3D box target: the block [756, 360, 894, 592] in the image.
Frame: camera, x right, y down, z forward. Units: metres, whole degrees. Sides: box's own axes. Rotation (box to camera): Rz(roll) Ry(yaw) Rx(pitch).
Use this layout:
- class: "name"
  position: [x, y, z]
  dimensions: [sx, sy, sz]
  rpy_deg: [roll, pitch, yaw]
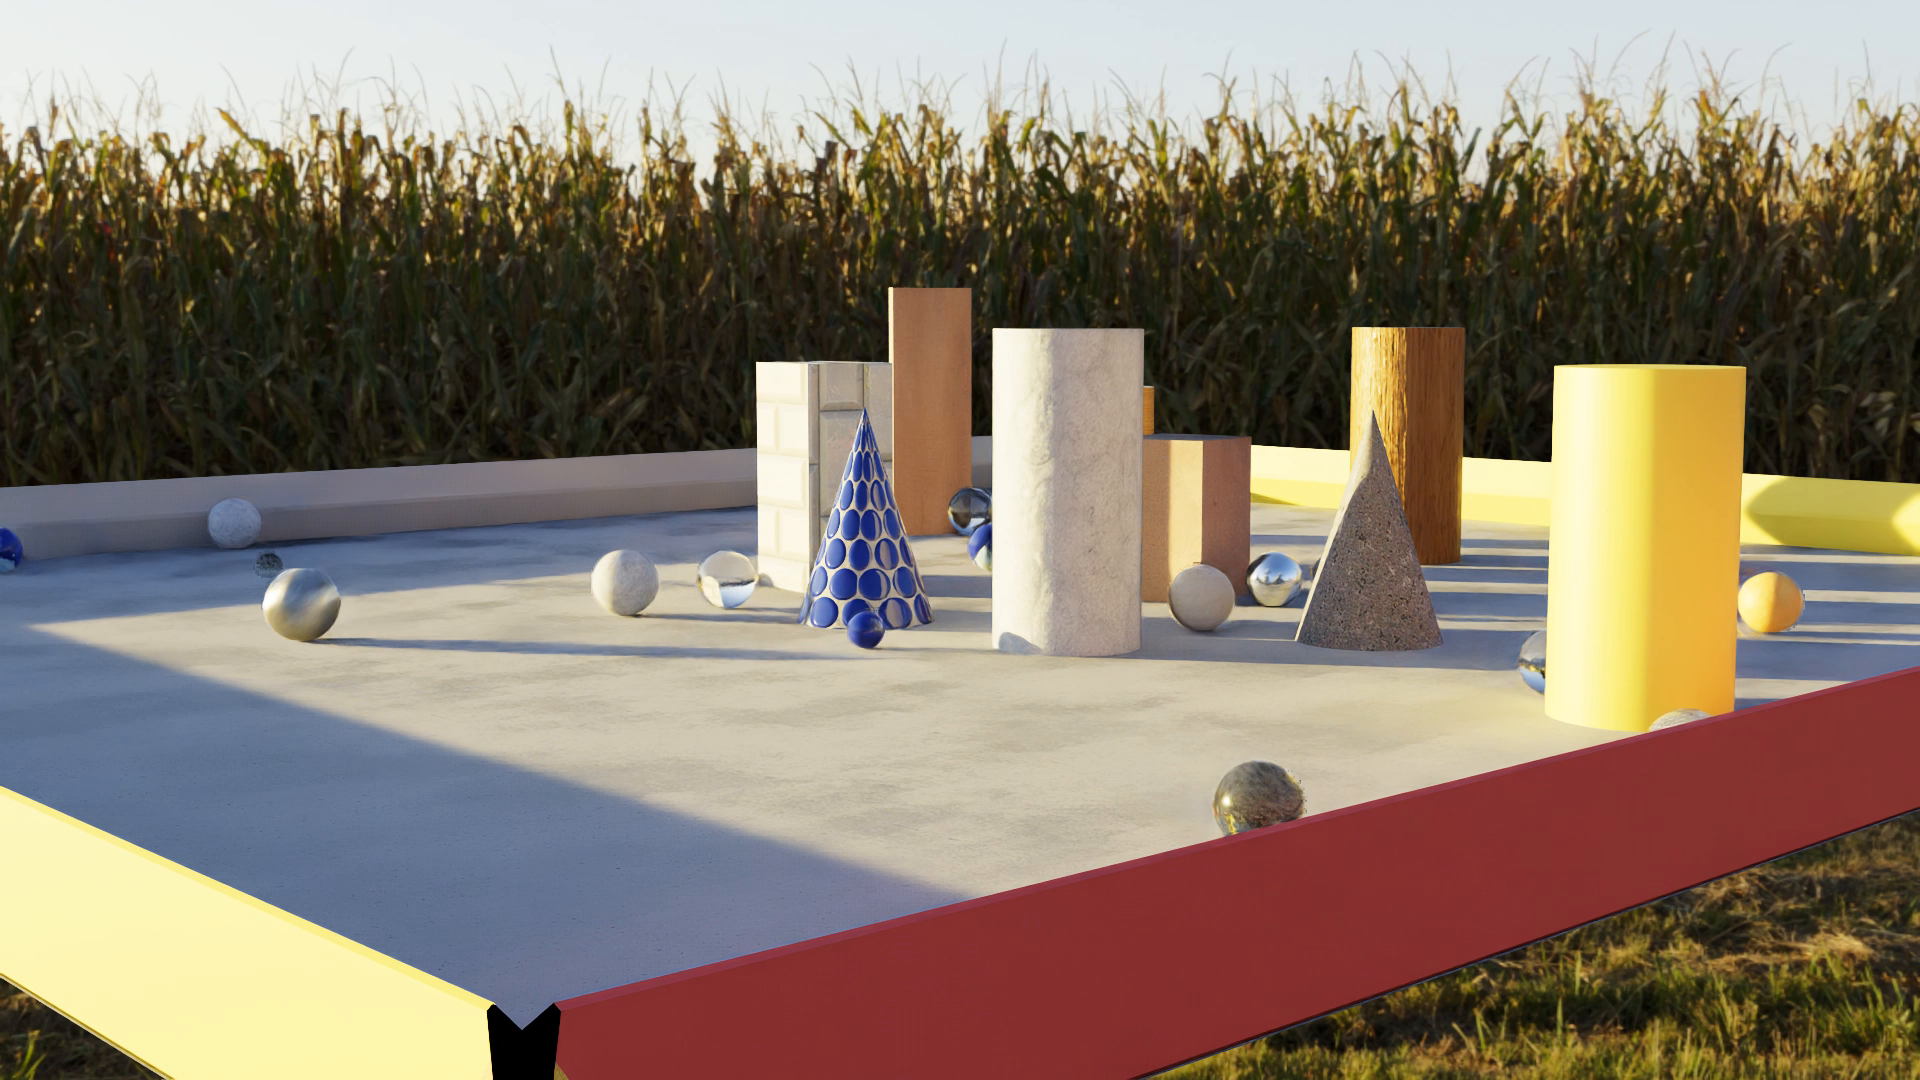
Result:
- class: "block"
  position: [-0.219, -0.107, 3.567]
  dimensions: [0.159, 0.362, 0.159]
  rpy_deg: [-4, 7, -35]

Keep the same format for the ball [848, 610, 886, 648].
- class: "ball"
  position: [-0.124, 0.119, 2.910]
  dimensions: [0.050, 0.050, 0.050]
  rpy_deg: [0, 6, 0]

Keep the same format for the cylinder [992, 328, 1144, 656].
- class: "cylinder"
  position: [0.143, -0.069, 2.917]
  dimensions: [0.199, 0.421, 0.199]
  rpy_deg: [0, 6, 0]

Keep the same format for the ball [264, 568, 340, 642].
- class: "ball"
  position: [-0.890, 0.087, 2.973]
  dimensions: [0.100, 0.100, 0.100]
  rpy_deg: [0, 6, 0]

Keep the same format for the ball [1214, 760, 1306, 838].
- class: "ball"
  position: [0.247, 0.220, 1.815]
  dimensions: [0.075, 0.075, 0.075]
  rpy_deg: [0, 6, 0]

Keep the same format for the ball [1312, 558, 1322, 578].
- class: "ball"
  position: [0.588, 0.053, 3.477]
  dimensions: [0.062, 0.062, 0.062]
  rpy_deg: [0, 6, 0]

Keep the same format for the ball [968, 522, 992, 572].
- class: "ball"
  position: [0.057, 0.012, 3.770]
  dimensions: [0.083, 0.083, 0.083]
  rpy_deg: [0, 6, 0]

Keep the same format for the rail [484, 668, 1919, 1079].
- class: "rail"
  position: [1.066, 0.153, 2.183]
  dimensions: [3.488, 0.129, 0.045]
  rpy_deg: [-5, 8, -42]

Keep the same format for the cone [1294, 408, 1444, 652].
- class: "cone"
  position: [0.554, -0.022, 2.969]
  dimensions: [0.199, 0.316, 0.199]
  rpy_deg: [0, 6, 0]

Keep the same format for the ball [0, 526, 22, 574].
- class: "ball"
  position: [-1.634, 0.017, 3.731]
  dimensions: [0.081, 0.081, 0.081]
  rpy_deg: [0, 6, 0]

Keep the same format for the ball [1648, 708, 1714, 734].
- class: "ball"
  position: [0.681, 0.195, 2.058]
  dimensions: [0.075, 0.075, 0.075]
  rpy_deg: [0, 6, 0]

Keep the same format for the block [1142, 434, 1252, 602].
- class: "block"
  position: [0.345, -0.036, 3.431]
  dimensions: [0.159, 0.249, 0.159]
  rpy_deg: [4, 7, 35]

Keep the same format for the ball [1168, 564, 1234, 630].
- class: "ball"
  position: [0.337, 0.081, 3.069]
  dimensions: [0.092, 0.092, 0.092]
  rpy_deg: [0, 6, 0]

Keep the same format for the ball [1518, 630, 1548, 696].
- class: "ball"
  position: [0.687, 0.142, 2.549]
  dimensions: [0.078, 0.078, 0.078]
  rpy_deg: [0, 6, 0]

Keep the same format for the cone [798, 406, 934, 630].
- class: "cone"
  position: [-0.136, -0.038, 3.165]
  dimensions: [0.199, 0.309, 0.199]
  rpy_deg: [0, 6, 0]

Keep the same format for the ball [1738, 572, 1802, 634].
- class: "ball"
  position: [1.122, 0.087, 3.047]
  dimensions: [0.084, 0.084, 0.084]
  rpy_deg: [0, 6, 0]

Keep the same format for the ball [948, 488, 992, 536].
- class: "ball"
  position: [0.023, -0.056, 4.366]
  dimensions: [0.096, 0.096, 0.096]
  rpy_deg: [0, 6, 0]

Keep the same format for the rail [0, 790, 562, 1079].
- class: "rail"
  position: [-1.264, 0.154, 2.172]
  dimensions: [0.045, 0.129, 3.190]
  rpy_deg: [-5, 8, -42]

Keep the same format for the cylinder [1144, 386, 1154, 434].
- class: "cylinder"
  position: [0.238, -0.110, 3.830]
  dimensions: [0.199, 0.314, 0.199]
  rpy_deg: [0, 6, 0]

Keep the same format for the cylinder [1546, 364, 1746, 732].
- class: "cylinder"
  position: [0.749, 0.003, 2.408]
  dimensions: [0.199, 0.384, 0.199]
  rpy_deg: [0, 6, 0]

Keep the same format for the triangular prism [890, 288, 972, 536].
- class: "triangular prism"
  position: [-0.084, -0.262, 4.443]
  dimensions: [0.172, 0.490, 0.149]
  rpy_deg: [-2, 6, -21]

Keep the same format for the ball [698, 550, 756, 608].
- class: "ball"
  position: [-0.350, 0.059, 3.296]
  dimensions: [0.088, 0.088, 0.088]
  rpy_deg: [0, 6, 0]

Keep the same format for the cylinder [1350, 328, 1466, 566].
- class: "cylinder"
  position: [0.800, -0.172, 3.940]
  dimensions: [0.199, 0.415, 0.199]
  rpy_deg: [0, 6, 0]

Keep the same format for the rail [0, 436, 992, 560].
- class: "rail"
  position: [-1.066, -0.086, 4.481]
  dimensions: [3.488, 0.129, 0.045]
  rpy_deg: [-5, 8, -42]

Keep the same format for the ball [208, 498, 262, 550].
- class: "ball"
  position: [-1.359, -0.031, 4.121]
  dimensions: [0.096, 0.096, 0.096]
  rpy_deg: [0, 6, 0]

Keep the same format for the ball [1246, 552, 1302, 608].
- class: "ball"
  position: [0.474, 0.059, 3.314]
  dimensions: [0.085, 0.085, 0.085]
  rpy_deg: [0, 6, 0]

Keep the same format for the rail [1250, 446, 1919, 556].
- class: "rail"
  position: [1.264, -0.087, 4.492]
  dimensions: [0.045, 0.129, 3.190]
  rpy_deg: [-5, 8, -42]

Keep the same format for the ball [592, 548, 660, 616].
- class: "ball"
  position: [-0.490, 0.062, 3.223]
  dimensions: [0.098, 0.098, 0.098]
  rpy_deg: [0, 6, 0]

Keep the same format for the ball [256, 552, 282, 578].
- class: "ball"
  position: [-1.154, 0.043, 3.671]
  dimensions: [0.043, 0.043, 0.043]
  rpy_deg: [0, 6, 0]
